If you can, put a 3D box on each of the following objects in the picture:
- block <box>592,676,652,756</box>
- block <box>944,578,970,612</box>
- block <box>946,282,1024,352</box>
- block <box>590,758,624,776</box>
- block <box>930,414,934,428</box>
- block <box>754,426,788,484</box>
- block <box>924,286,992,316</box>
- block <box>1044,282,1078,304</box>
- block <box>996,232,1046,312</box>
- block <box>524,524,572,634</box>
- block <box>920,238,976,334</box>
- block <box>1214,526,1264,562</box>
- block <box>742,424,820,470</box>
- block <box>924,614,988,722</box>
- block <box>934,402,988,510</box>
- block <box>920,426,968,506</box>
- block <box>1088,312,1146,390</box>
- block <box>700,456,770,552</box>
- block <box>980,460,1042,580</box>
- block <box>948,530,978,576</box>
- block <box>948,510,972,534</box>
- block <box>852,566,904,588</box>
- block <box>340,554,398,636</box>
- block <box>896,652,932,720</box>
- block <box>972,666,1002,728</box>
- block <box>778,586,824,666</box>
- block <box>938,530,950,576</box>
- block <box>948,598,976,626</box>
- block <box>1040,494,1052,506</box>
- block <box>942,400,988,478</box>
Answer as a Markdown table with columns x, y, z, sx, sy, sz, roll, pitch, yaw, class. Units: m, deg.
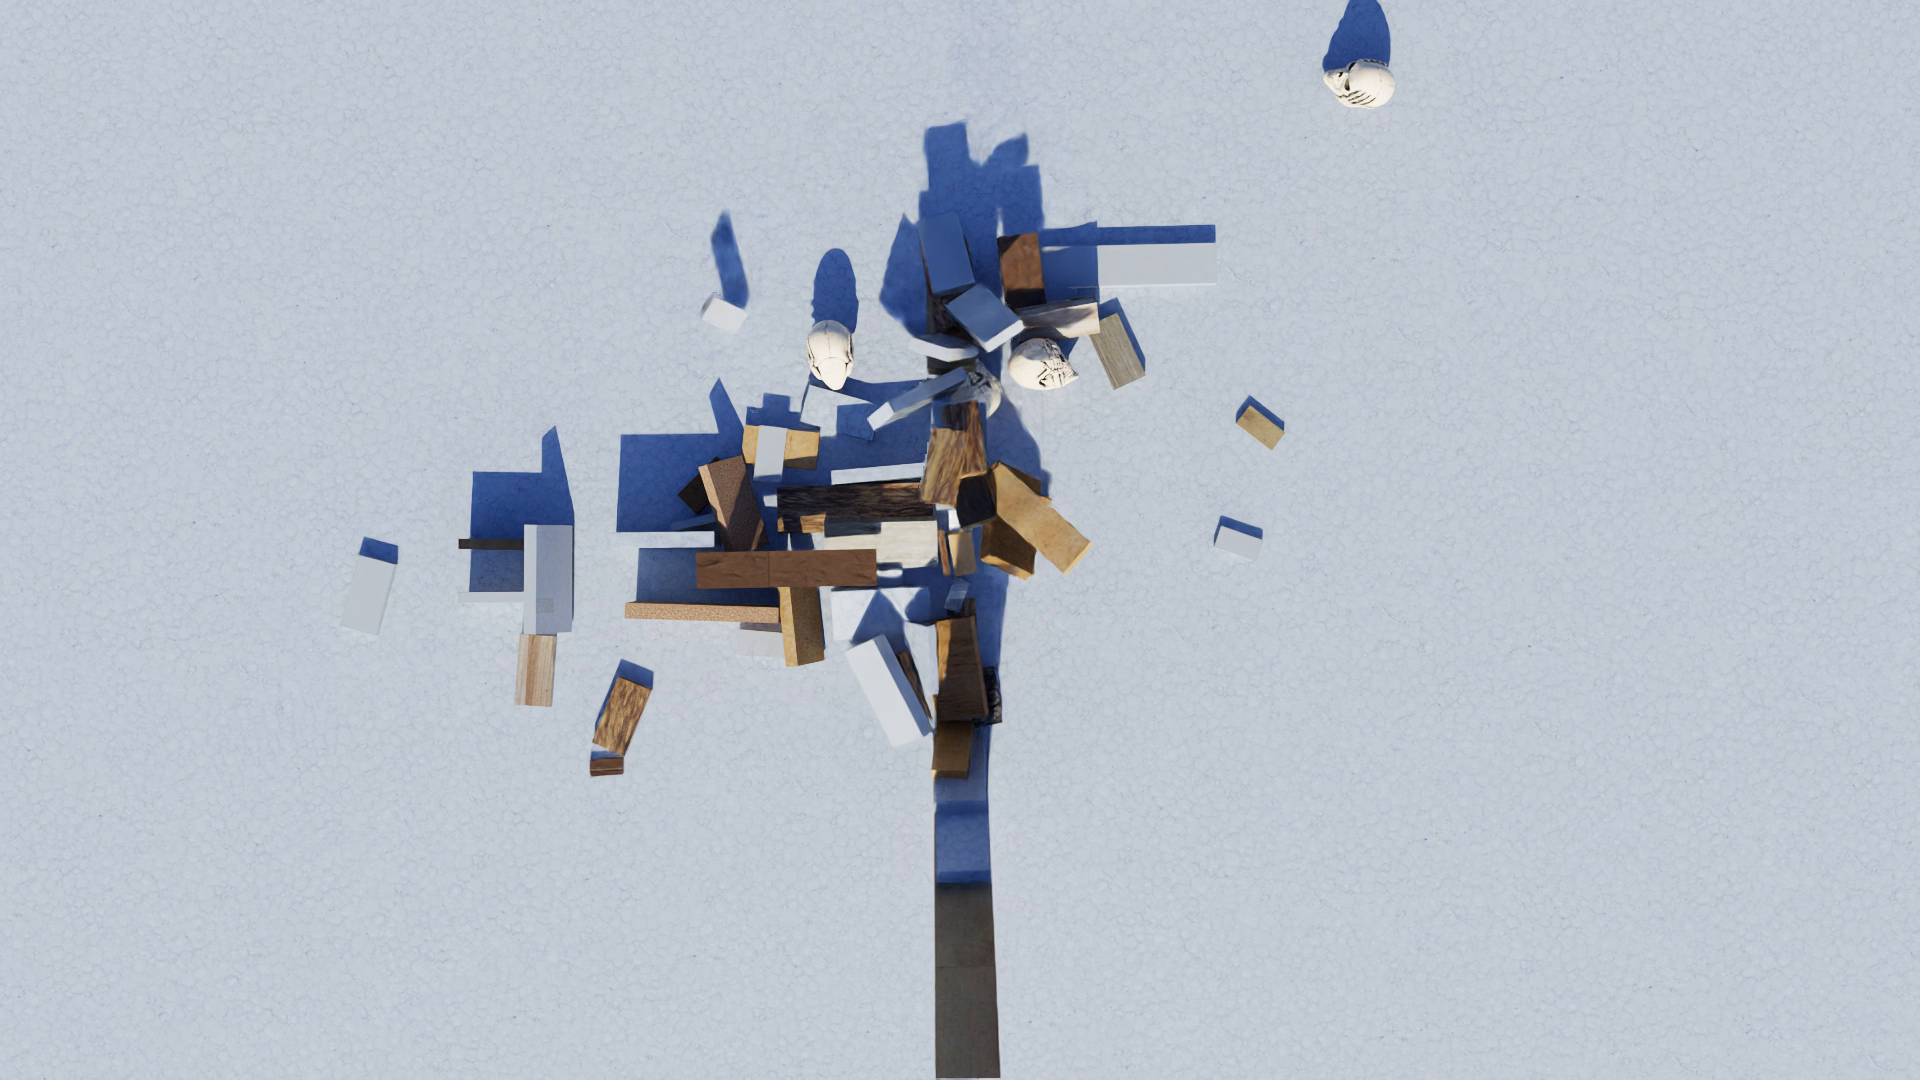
| x | y | z | sx | sy | sz | roll | pitch | yaw | class |
| --- | --- | --- | --- | --- | --- | --- | --- | --- | --- |
| -1.123 | 0.585 | 5.483 | 0.117 | 0.033 | 0.235 | 22 | 90 | 0 | block |
| -0.009 | 0.182 | 5.470 | 0.055 | 0.016 | 0.110 | 19 | 70 | 8 | block |
| 0.077 | -0.710 | 5.244 | 0.138 | 0.276 | 0.039 | -34 | 134 | -6 | block |
| -1.176 | 0.756 | 5.492 | 0.110 | 0.016 | 0.055 | -4 | 90 | 0 | block |
| -0.007 | -0.365 | 5.335 | 0.164 | 0.329 | 0.047 | 11 | 93 | 0 | block |
| -0.626 | -0.283 | 5.452 | 0.091 | 0.026 | 0.182 | 7 | 90 | 0 | block |
| 0.010 | -0.750 | 5.464 | 0.229 | 0.032 | 0.114 | -20 | 69 | 0 | block |
| 0.266 | -0.800 | 5.452 | 0.229 | 0.032 | 0.114 | 14 | 99 | -3 | block |
| 0.203 | -0.866 | 5.405 | 0.133 | 0.038 | 0.266 | -8 | 100 | 1 | block |
| -1.350 | 0.128 | 5.410 | 0.050 | 0.177 | 0.354 | 0 | 90 | 27 | block |
| -0.026 | -0.831 | 5.409 | 0.157 | 0.044 | 0.314 | -12 | 69 | 3 | block |
| 0.927 | 0.012 | 5.489 | 0.149 | 0.021 | 0.074 | 19 | 90 | 0 | block |
| -0.596 | -0.306 | 5.482 | 0.249 | 0.035 | 0.125 | 6 | 90 | 0 | block |
| -0.017 | 0.422 | 5.416 | 0.166 | 0.047 | 0.332 | -7 | 95 | 14 | block |
| 0.003 | -0.261 | 5.147 | 0.164 | 0.047 | 0.329 | -2 | 90 | 0 | block |
| -0.048 | -0.225 | 5.037 | 0.114 | 0.032 | 0.228 | 11 | 91 | 36 | block |
| 0.517 | -0.626 | 5.484 | 0.114 | 0.032 | 0.229 | -25 | 90 | 0 | block |
| -0.741 | -0.111 | 5.419 | 0.044 | 0.155 | 0.310 | -14 | 95 | 42 | block |
| 0.166 | -0.064 | 5.339 | 0.178 | 0.050 | 0.356 | 24 | 55 | -27 | block |
| 0.009 | 0.043 | 5.462 | 0.075 | 0.021 | 0.149 | -10 | 112 | 0 | block |
| 0.001 | -0.044 | 5.450 | 0.075 | 0.021 | 0.149 | -1 | 124 | 0 | block |
| -0.275 | 0.131 | 5.466 | 0.169 | 0.024 | 0.085 | -3 | 124 | 0 | block |
| -1.965 | 0.183 | 5.483 | 0.121 | 0.034 | 0.243 | 15 | 90 | 0 | block |
| -0.179 | 0.490 | 5.437 | 0.033 | 0.117 | 0.234 | -24 | 94 | -38 | block |
| 0.080 | 0.520 | 5.469 | 0.094 | 0.027 | 0.187 | -10 | 93 | -17 | block |
| -0.525 | 0.244 | 5.417 | 0.046 | 0.163 | 0.327 | -6 | 90 | 27 | block |
| -0.053 | 0.041 | 5.463 | 0.021 | 0.075 | 0.149 | -8 | 90 | 0 | block |
| 0.006 | 0.289 | 5.473 | 0.094 | 0.027 | 0.187 | -1 | 81 | 0 | block |
| 0.258 | -0.097 | 5.474 | 0.055 | 0.016 | 0.110 | 26 | 109 | 1 | block |
| 0.015 | -0.308 | 5.071 | 0.114 | 0.032 | 0.228 | -10 | 77 | 10 | block |
